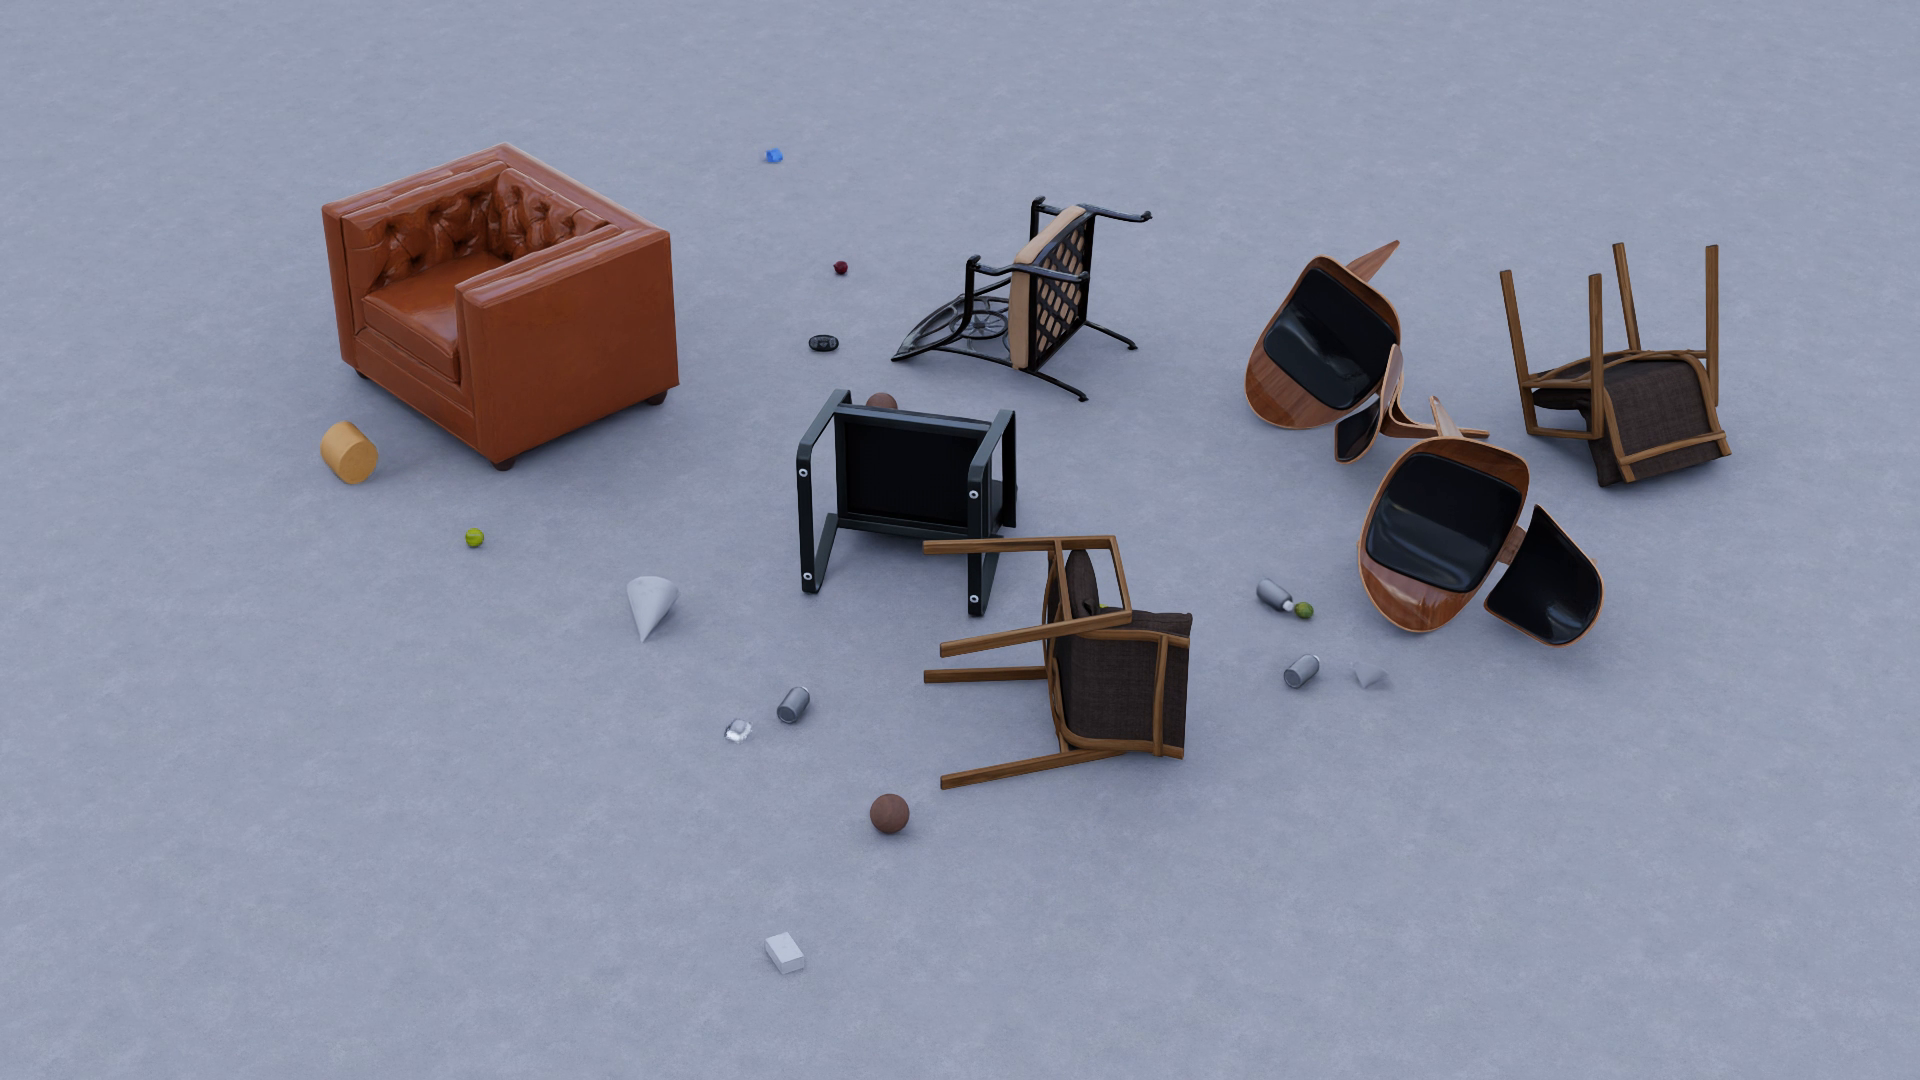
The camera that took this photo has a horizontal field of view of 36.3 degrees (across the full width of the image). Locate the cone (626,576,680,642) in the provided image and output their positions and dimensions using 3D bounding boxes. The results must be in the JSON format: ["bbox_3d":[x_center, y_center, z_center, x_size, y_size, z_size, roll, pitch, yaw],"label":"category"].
[{"bbox_3d":[-1.113,0.274,10.448,0.211,0.180,0.223,-21,47,38],"label":"cone"}]

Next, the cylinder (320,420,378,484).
[{"bbox_3d":[-2.354,-0.338,11.297,0.152,0.185,0.180,15,17,-43],"label":"cylinder"}]

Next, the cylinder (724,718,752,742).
[{"bbox_3d":[-0.751,0.644,9.924,0.056,0.047,0.091,15,40,21],"label":"cylinder"}]

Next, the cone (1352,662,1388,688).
[{"bbox_3d":[1.411,0.480,10.172,0.140,0.119,0.076,8,71,41],"label":"cone"}]

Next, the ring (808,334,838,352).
[{"bbox_3d":[-0.564,-0.815,12.137,0.127,0.050,0.080,1,32,4],"label":"ring"}]

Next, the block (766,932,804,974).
[{"bbox_3d":[-0.536,1.265,8.982,0.074,0.047,0.124,-16,36,-22],"label":"block"}]

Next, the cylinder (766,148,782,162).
[{"bbox_3d":[-0.862,-1.785,13.605,0.053,0.050,0.062,-25,70,-33],"label":"cylinder"}]
